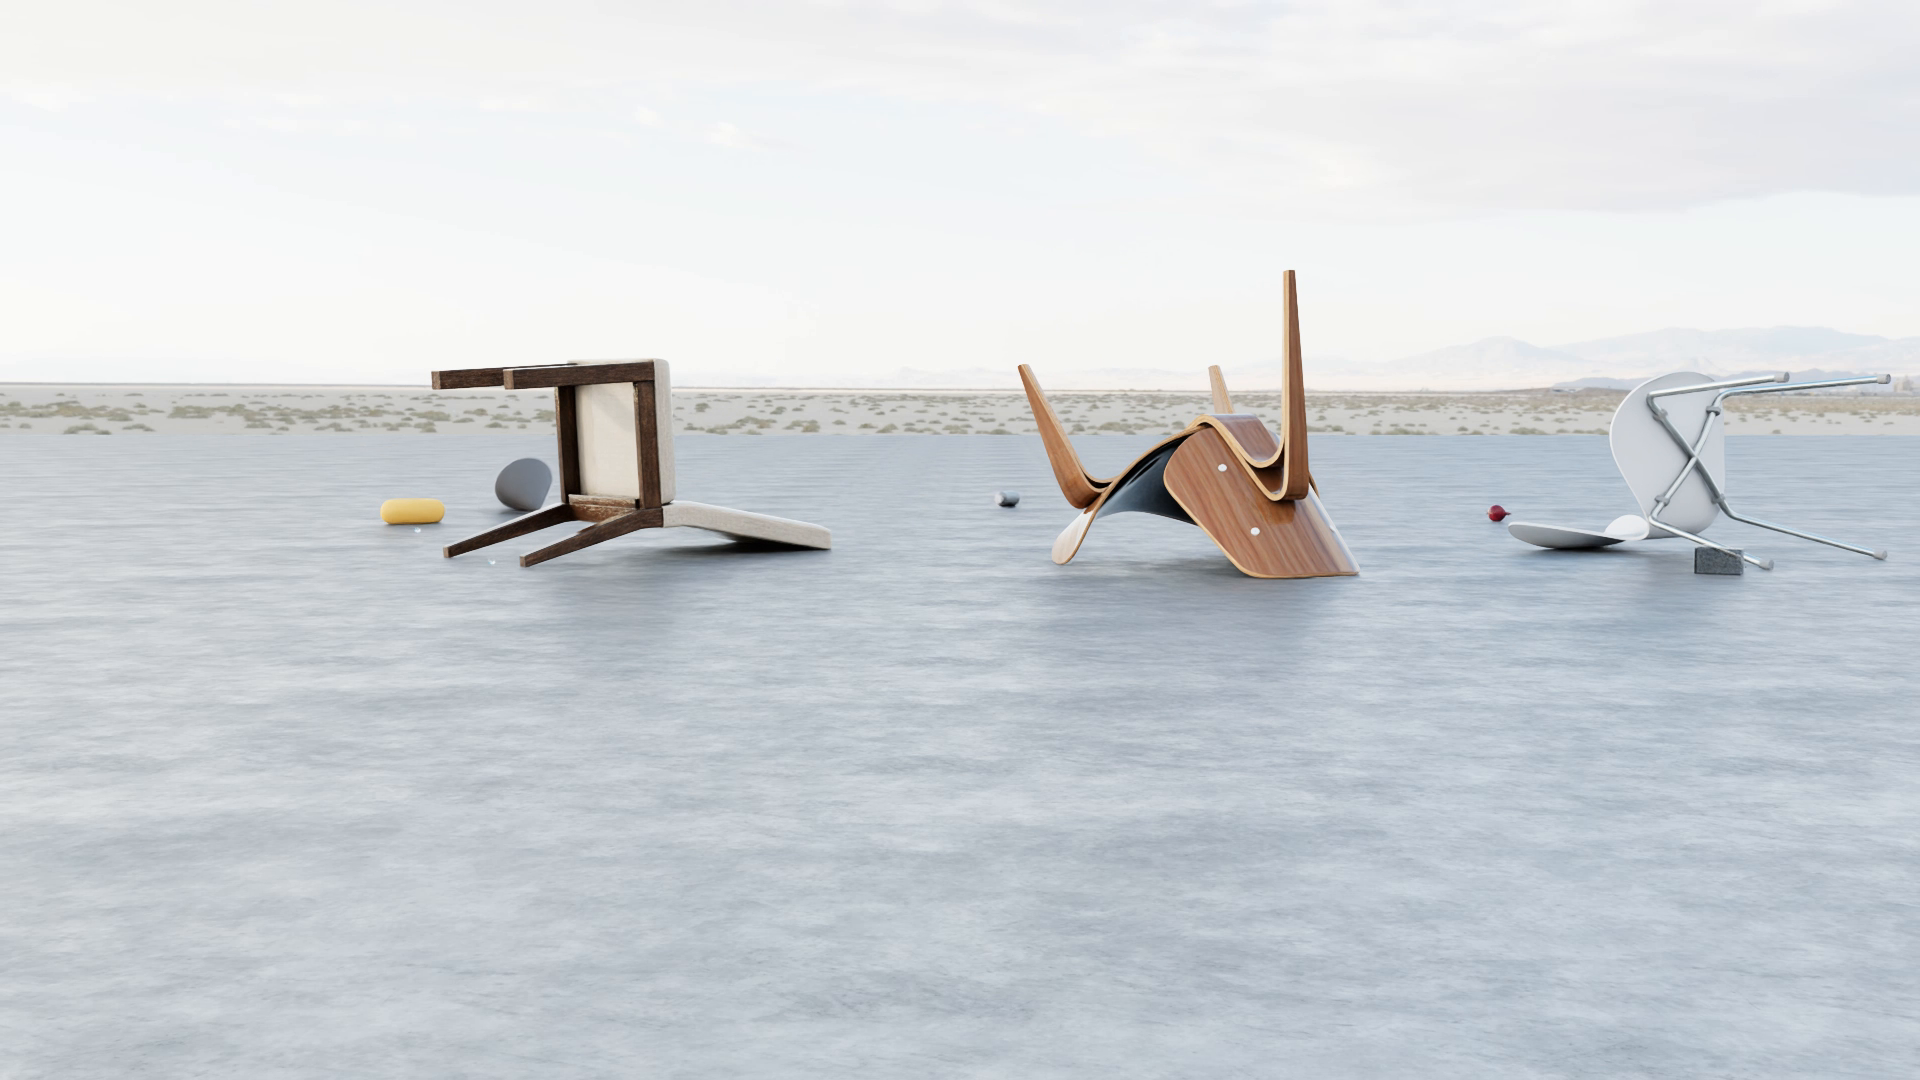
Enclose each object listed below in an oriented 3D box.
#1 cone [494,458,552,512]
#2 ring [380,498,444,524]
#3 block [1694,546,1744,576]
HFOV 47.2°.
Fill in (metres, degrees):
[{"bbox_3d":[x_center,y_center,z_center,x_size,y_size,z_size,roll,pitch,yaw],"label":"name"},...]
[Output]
[{"bbox_3d":[-1.583,-0.157,8.128,0.220,0.231,0.181,-32,48,-8],"label":"cone"},{"bbox_3d":[-1.832,-0.096,7.366,0.139,0.082,0.236,5,5,42],"label":"ring"},{"bbox_3d":[1.846,0.051,5.347,0.107,0.063,0.057,2,4,27],"label":"block"}]
